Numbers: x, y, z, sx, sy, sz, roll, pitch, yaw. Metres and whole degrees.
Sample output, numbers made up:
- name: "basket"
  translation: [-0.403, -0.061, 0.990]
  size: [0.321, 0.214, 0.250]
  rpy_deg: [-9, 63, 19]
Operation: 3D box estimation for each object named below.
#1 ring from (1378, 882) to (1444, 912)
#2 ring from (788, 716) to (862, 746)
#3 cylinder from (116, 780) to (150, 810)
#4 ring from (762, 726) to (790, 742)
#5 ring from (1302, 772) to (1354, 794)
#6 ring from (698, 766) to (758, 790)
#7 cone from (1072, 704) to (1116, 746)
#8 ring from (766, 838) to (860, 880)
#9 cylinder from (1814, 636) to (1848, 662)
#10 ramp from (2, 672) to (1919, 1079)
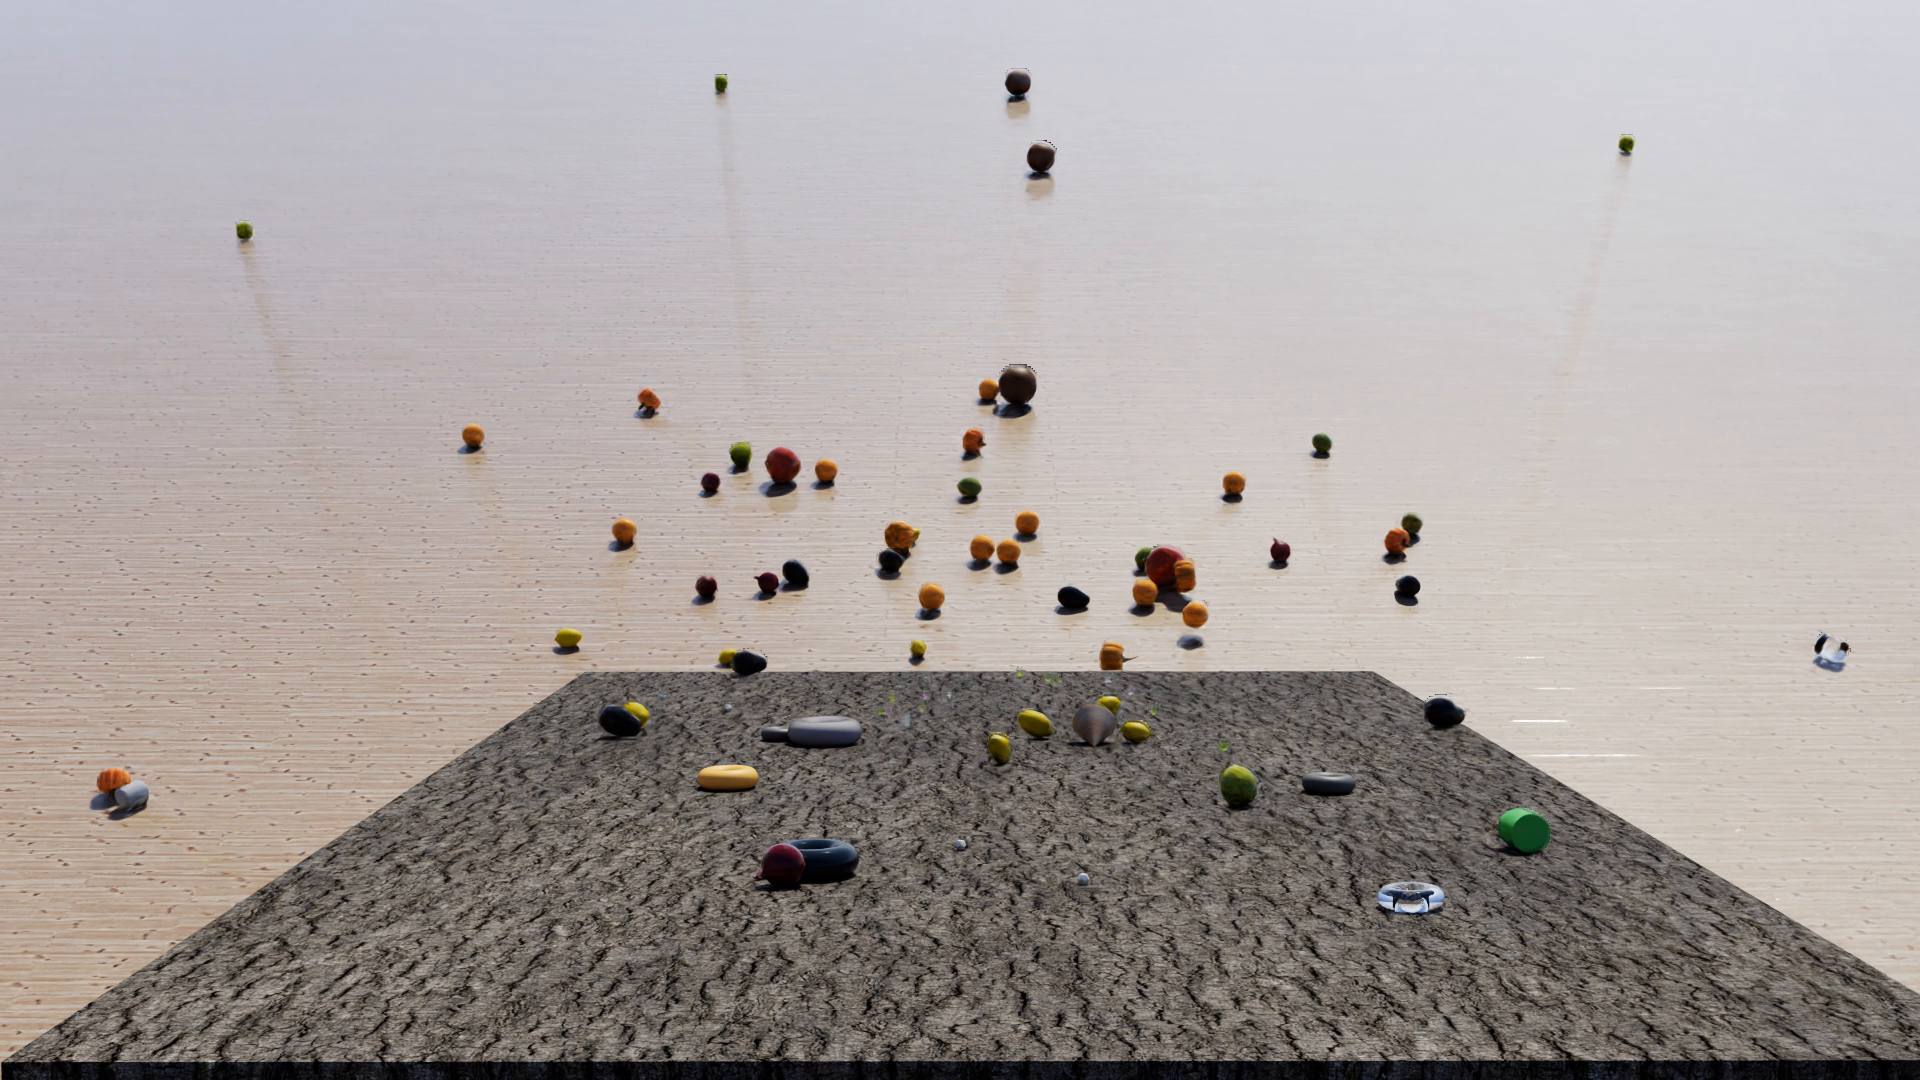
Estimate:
- name: "ring"
  translation: [0.584, 0.463, 3.335]
  size: [0.087, 0.029, 0.087]
  rpy_deg: [-1, 3, 0]
- name: "ring"
  translation: [-0.266, 0.376, 5.057]
  size: [0.146, 0.049, 0.146]
  rpy_deg: [-1, 3, 0]
- name: "cylinder"
  translation: [-1.950, 0.601, 6.062]
  size: [0.055, 0.055, 0.055]
  rpy_deg: [16, 28, 34]
- name: "ring"
  translation: [-0.358, 0.385, 5.114]
  size: [0.075, 0.025, 0.075]
  rpy_deg: [0, 1, 0]
- name: "ring"
  translation: [0.629, 0.415, 4.389]
  size: [0.091, 0.030, 0.091]
  rpy_deg: [1, 2, 0]
- name: "ring"
  translation: [-0.401, 0.411, 4.441]
  size: [0.105, 0.035, 0.105]
  rpy_deg: [-1, 3, 0]
- name: "cone"
  translation: [0.262, 0.382, 5.030]
  size: [0.087, 0.087, 0.087]
  rpy_deg: [1, 29, 2]
- name: "ring"
  translation: [-0.205, 0.445, 3.583]
  size: [0.131, 0.044, 0.131]
  rpy_deg: [-1, 3, 0]
- name: "cylinder"
  translation: [2.304, 0.288, 6.805]
  size: [0.060, 0.060, 0.060]
  rpy_deg: [-16, 22, -34]
- name: "ramp"
  translation: [0.052, 0.473, 4.536]
  size: [2.000, 0.100, 4.000]
  rpy_deg: [0, 3, 0]
